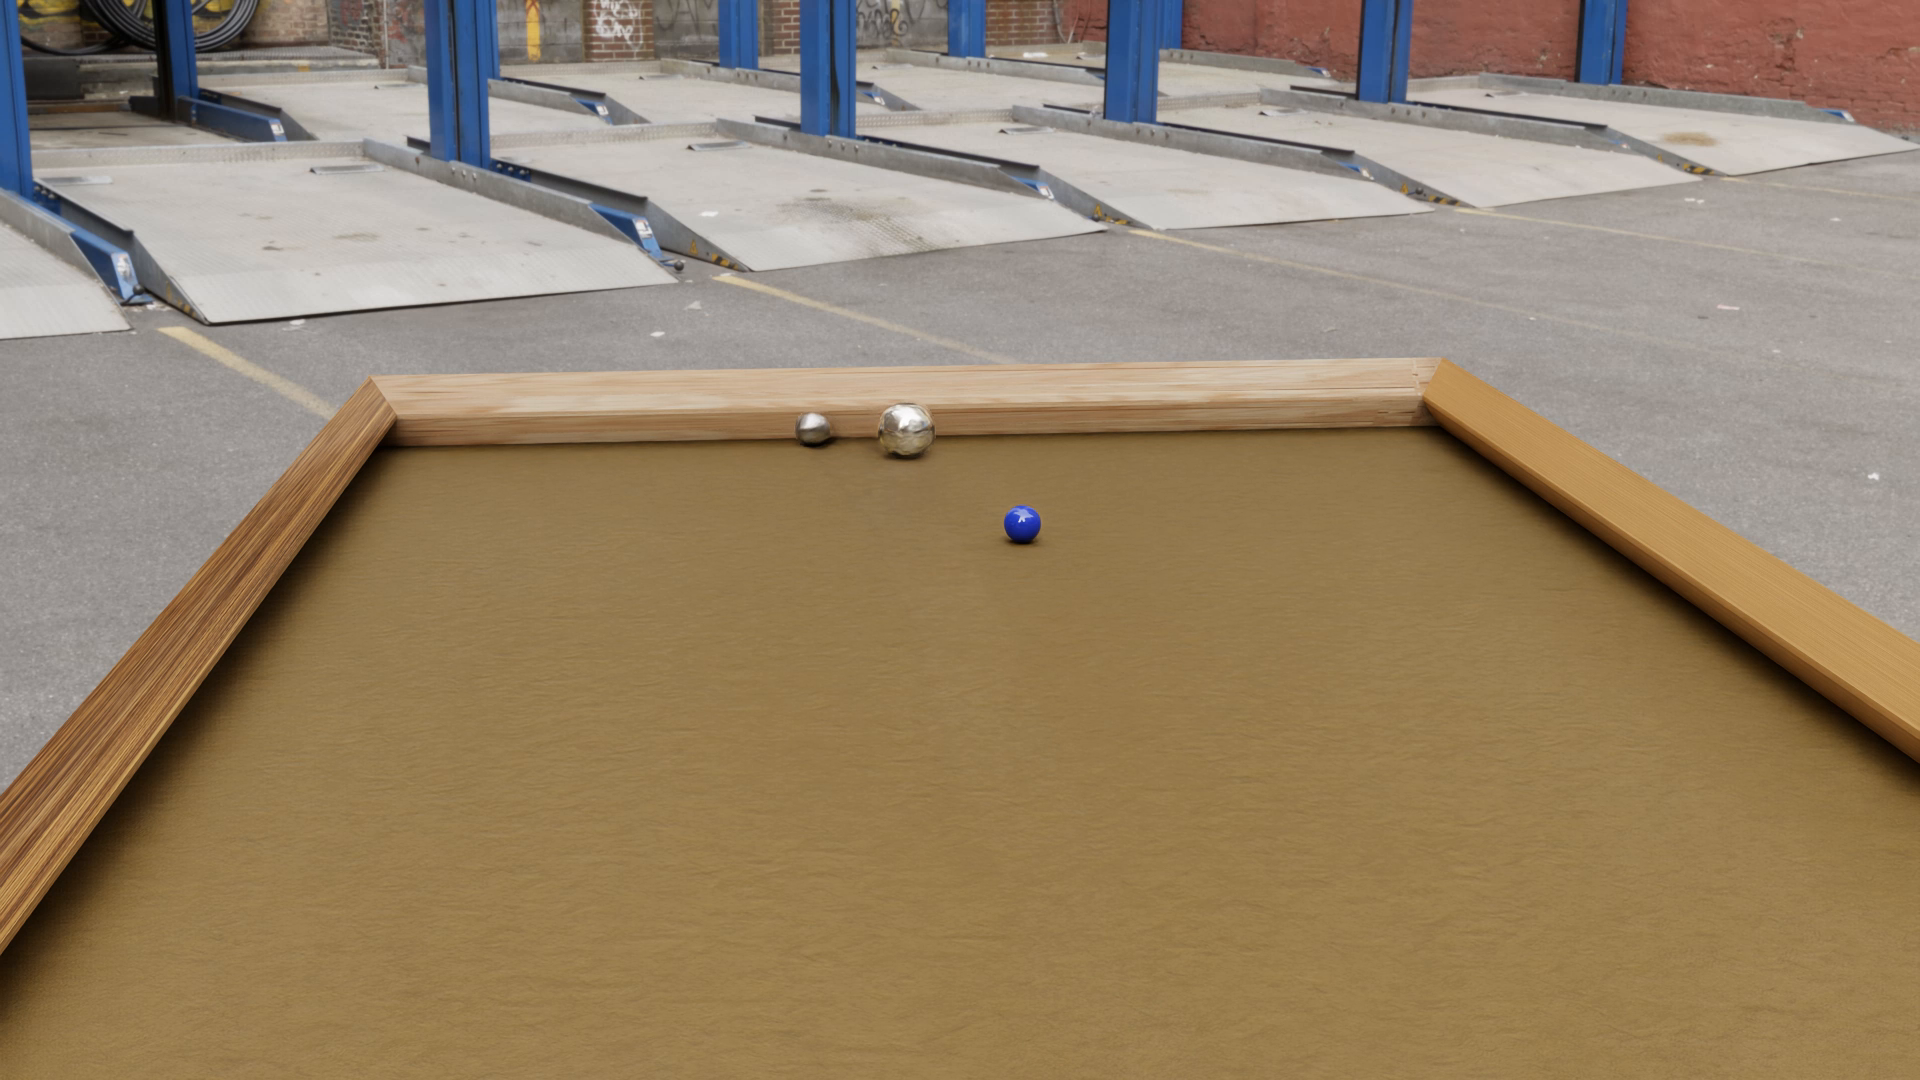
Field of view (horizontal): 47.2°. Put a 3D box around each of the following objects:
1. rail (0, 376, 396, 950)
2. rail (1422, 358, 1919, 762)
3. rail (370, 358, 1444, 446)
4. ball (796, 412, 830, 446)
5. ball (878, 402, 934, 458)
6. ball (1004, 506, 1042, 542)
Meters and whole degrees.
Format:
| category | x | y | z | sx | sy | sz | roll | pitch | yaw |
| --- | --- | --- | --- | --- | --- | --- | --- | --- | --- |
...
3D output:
| category | x | y | z | sx | sy | sz | roll | pitch | yaw |
| --- | --- | --- | --- | --- | --- | --- | --- | --- | --- |
| rail | -0.736 | 0.176 | 1.956 | 0.045 | 0.108 | 2.833 | -1 | 15 | -5 |
| rail | 0.865 | 0.137 | 2.098 | 0.045 | 0.108 | 2.833 | -1 | 15 | -5 |
| rail | -0.063 | -0.208 | 3.365 | 1.655 | 0.108 | 0.045 | -1 | 15 | -5 |
| ball | -0.222 | -0.167 | 3.325 | 0.051 | 0.051 | 0.051 | 0 | 15 | 0 |
| ball | -0.080 | -0.163 | 3.250 | 0.083 | 0.083 | 0.083 | 0 | 15 | 0 |
| ball | 0.079 | -0.020 | 2.794 | 0.048 | 0.048 | 0.048 | 0 | 15 | 0 |
